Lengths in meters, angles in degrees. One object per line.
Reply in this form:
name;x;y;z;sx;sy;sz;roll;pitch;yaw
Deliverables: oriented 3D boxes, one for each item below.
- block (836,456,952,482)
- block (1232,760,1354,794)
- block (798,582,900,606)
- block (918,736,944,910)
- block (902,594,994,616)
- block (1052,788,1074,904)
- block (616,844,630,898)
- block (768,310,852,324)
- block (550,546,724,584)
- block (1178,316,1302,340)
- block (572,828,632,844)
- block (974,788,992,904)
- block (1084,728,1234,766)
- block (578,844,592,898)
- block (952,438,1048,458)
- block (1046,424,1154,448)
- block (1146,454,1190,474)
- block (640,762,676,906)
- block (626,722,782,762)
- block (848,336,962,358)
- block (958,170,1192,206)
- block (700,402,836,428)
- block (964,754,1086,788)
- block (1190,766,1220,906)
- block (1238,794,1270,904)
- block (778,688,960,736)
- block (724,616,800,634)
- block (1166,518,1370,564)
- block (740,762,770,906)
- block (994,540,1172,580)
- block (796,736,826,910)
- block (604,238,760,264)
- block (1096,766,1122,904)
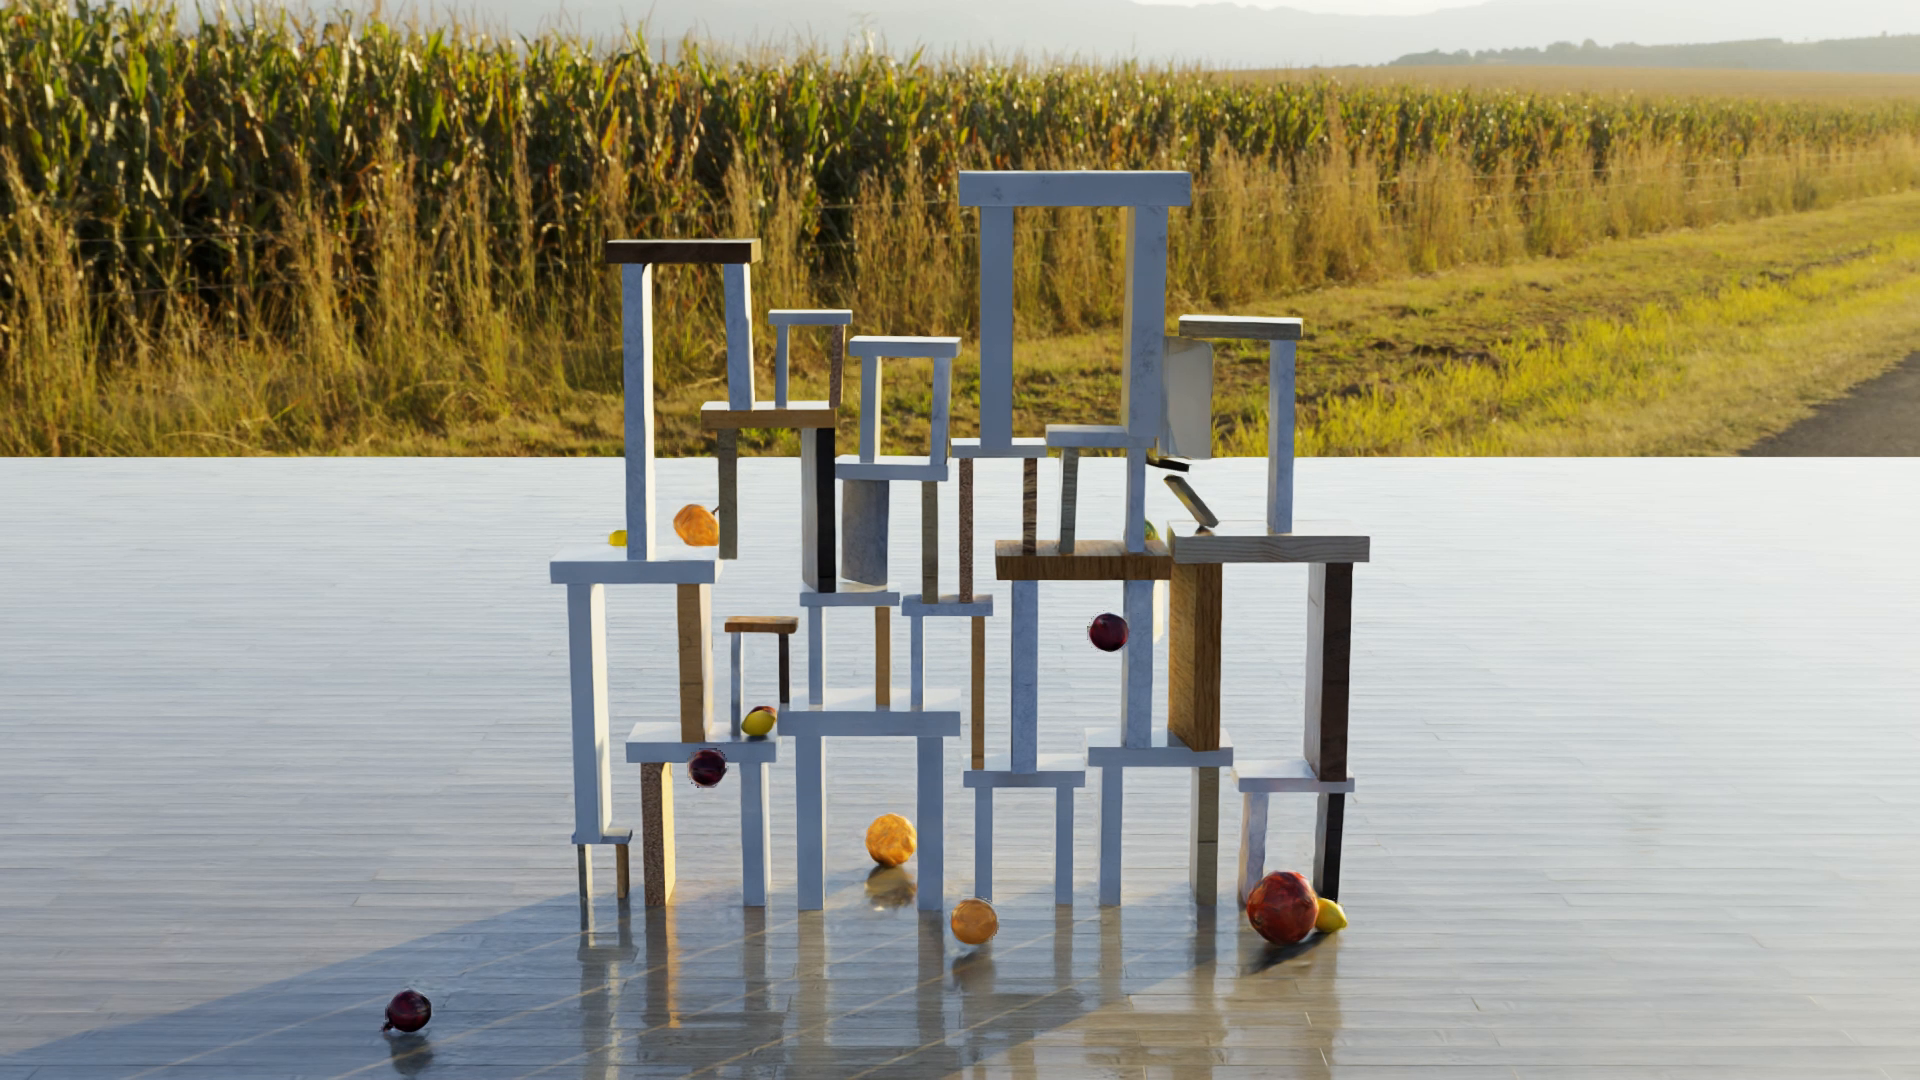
block;-0.106;-0.116;3.546;0.182;0.026;0.091;1;10;3
block;0.548;0.391;3.628;0.189;0.027;0.095;0;11;0
block;-0.178;0.088;3.580;0.163;0.023;0.081;0;11;-1
block;-0.048;0.447;3.636;0.042;0.293;0.147;0;11;0
block;-0.020;0.106;3.575;0.148;0.021;0.074;0;11;0
block;0.171;0.492;3.652;0.028;0.199;0.099;0;11;0
block;-0.561;0.544;3.662;0.013;0.094;0.047;0;11;0
block;-0.238;-0.355;3.500;0.130;0.018;0.065;0;10;-2
block;-0.522;0.040;3.569;0.263;0.037;0.131;0;11;0
block;0.448;-0.339;3.506;0.191;0.027;0.095;3;11;10
block;-0.594;0.491;3.652;0.094;0.013;0.047;0;10;0
block;0.039;0.492;3.651;0.028;0.199;0.099;0;11;0
block;0.326;0.341;3.627;0.236;0.033;0.118;0;11;0
block;-0.624;0.544;3.662;0.013;0.094;0.047;-1;10;0
block;0.062;-0.148;3.535;0.152;0.022;0.076;0;11;-1
block;0.224;-0.167;3.526;0.170;0.024;0.085;1;11;-1
block;0.330;-0.123;3.538;0.051;0.014;0.102;10;4;-12
block;-0.501;0.470;3.649;0.034;0.243;0.121;0;11;0
block;-0.420;0.333;3.625;0.243;0.034;0.122;0;11;0
block;-0.087;-0.308;3.506;0.171;0.024;0.086;1;10;5
block;0.176;-0.553;3.455;0.356;0.050;0.178;0;11;0
block;-0.306;-0.201;3.523;0.211;0.030;0.106;0;11;-2
block;0.105;0.380;3.631;0.199;0.028;0.099;0;11;0
block;0.406;0.473;3.651;0.033;0.236;0.118;0;11;0
block;0.486;0.497;3.648;0.027;0.189;0.095;3;11;0
block;-0.146;0.282;3.607;0.293;0.042;0.147;0;11;0
block;-0.323;0.138;3.591;0.115;0.016;0.058;1;10;3
block;0.495;0.001;3.559;0.308;0.044;0.154;0;11;0
block;-0.339;0.470;3.650;0.034;0.243;0.121;0;11;0
block;0.197;0.032;3.567;0.278;0.039;0.139;0;11;0
block;-0.246;0.446;3.638;0.042;0.293;0.147;0;11;-1
block;-0.436;-0.457;3.476;0.229;0.032;0.114;0;11;2
block;0.248;0.473;3.651;0.033;0.236;0.118;0;11;1
